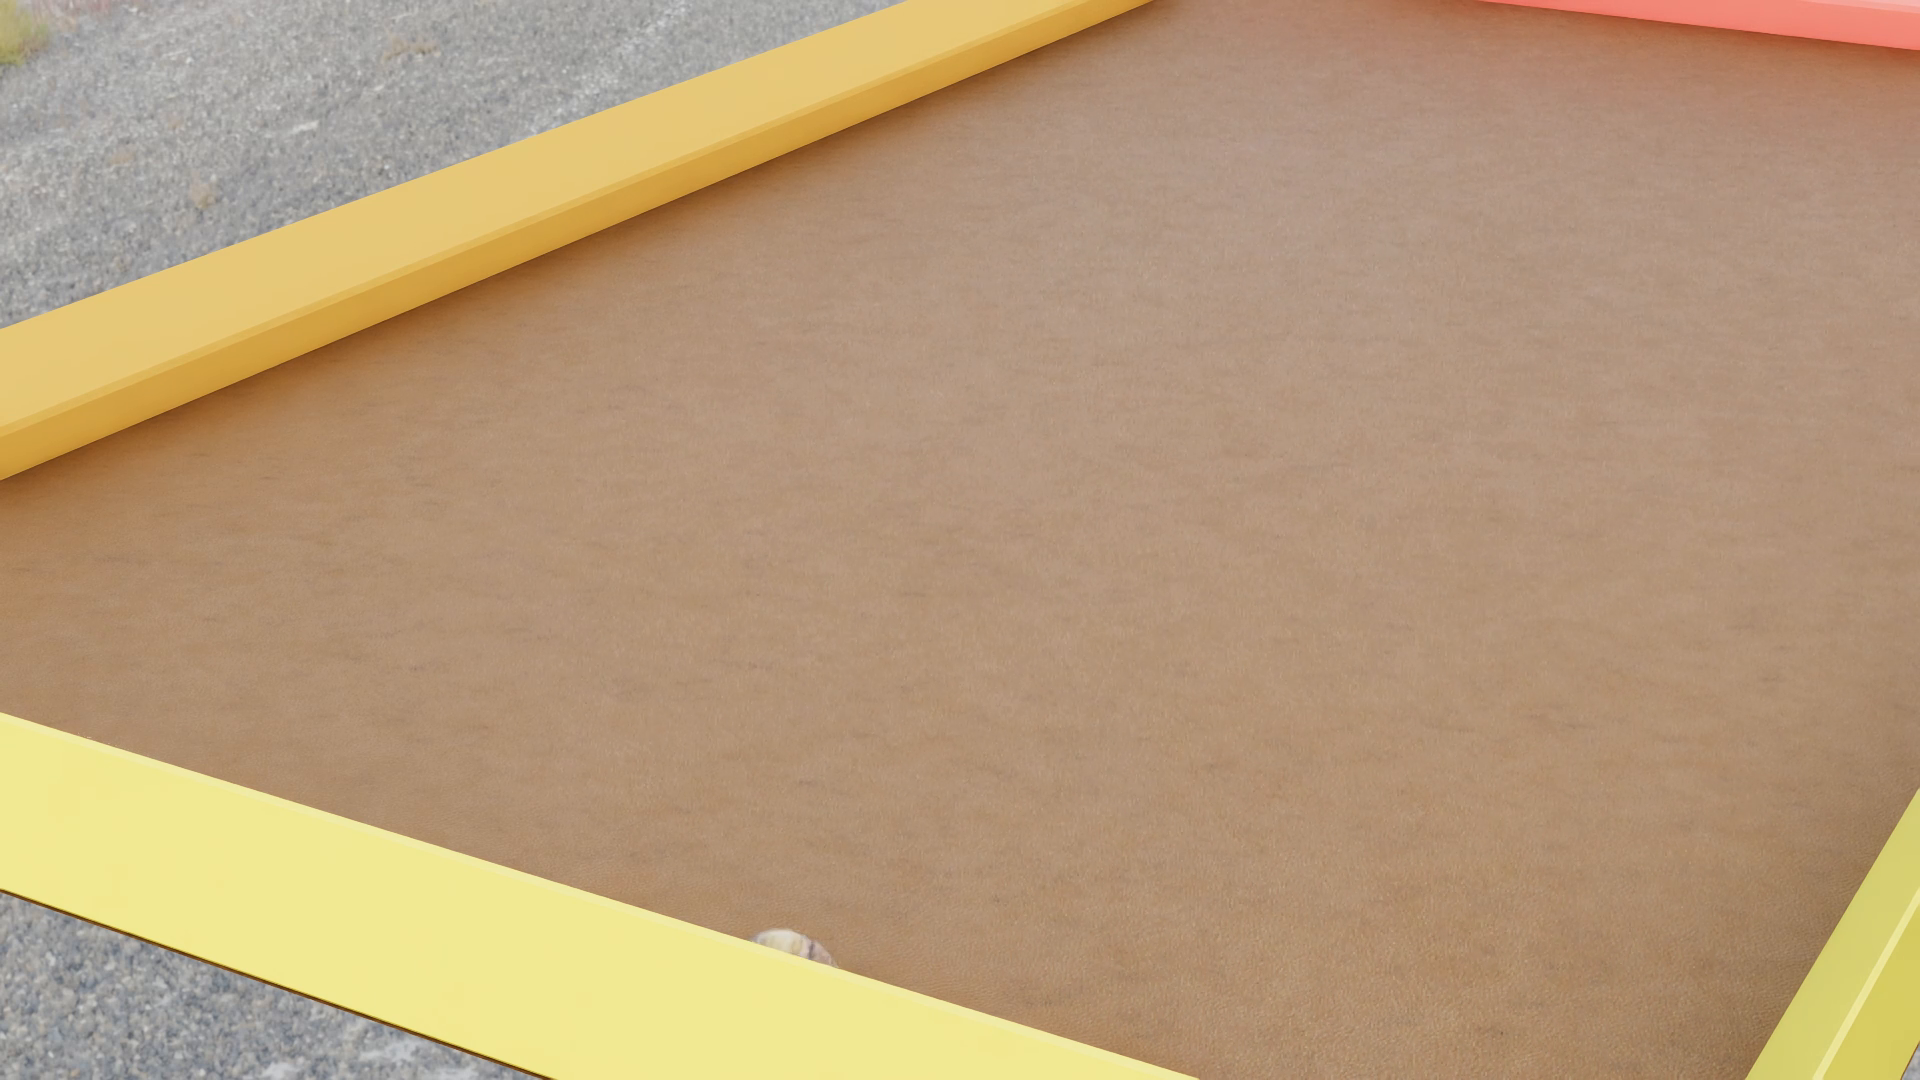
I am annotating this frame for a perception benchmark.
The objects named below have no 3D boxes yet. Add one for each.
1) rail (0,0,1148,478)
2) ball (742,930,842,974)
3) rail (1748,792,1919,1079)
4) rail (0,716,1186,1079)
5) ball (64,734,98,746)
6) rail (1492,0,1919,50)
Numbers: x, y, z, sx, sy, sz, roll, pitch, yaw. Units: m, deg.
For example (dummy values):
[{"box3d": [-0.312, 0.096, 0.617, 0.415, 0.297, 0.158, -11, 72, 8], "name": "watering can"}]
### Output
[{"box3d": [-0.279, -0.376, 2.860, 0.045, 0.112, 2.597, 12, 26, 27], "name": "rail"}, {"box3d": [-0.090, 0.228, 1.472, 0.065, 0.065, 0.065, 0, 23, 0], "name": "ball"}, {"box3d": [0.927, -0.109, 2.218, 0.045, 0.112, 2.597, 12, 26, 27], "name": "rail"}, {"box3d": [-0.312, 0.181, 1.520, 1.439, 0.112, 0.045, 12, 26, 27], "name": "rail"}, {"box3d": [-0.513, 0.142, 1.683, 0.062, 0.062, 0.062, 0, 23, 0], "name": "ball"}, {"box3d": [0.961, -0.667, 3.559, 1.439, 0.112, 0.045, 12, 26, 27], "name": "rail"}]
